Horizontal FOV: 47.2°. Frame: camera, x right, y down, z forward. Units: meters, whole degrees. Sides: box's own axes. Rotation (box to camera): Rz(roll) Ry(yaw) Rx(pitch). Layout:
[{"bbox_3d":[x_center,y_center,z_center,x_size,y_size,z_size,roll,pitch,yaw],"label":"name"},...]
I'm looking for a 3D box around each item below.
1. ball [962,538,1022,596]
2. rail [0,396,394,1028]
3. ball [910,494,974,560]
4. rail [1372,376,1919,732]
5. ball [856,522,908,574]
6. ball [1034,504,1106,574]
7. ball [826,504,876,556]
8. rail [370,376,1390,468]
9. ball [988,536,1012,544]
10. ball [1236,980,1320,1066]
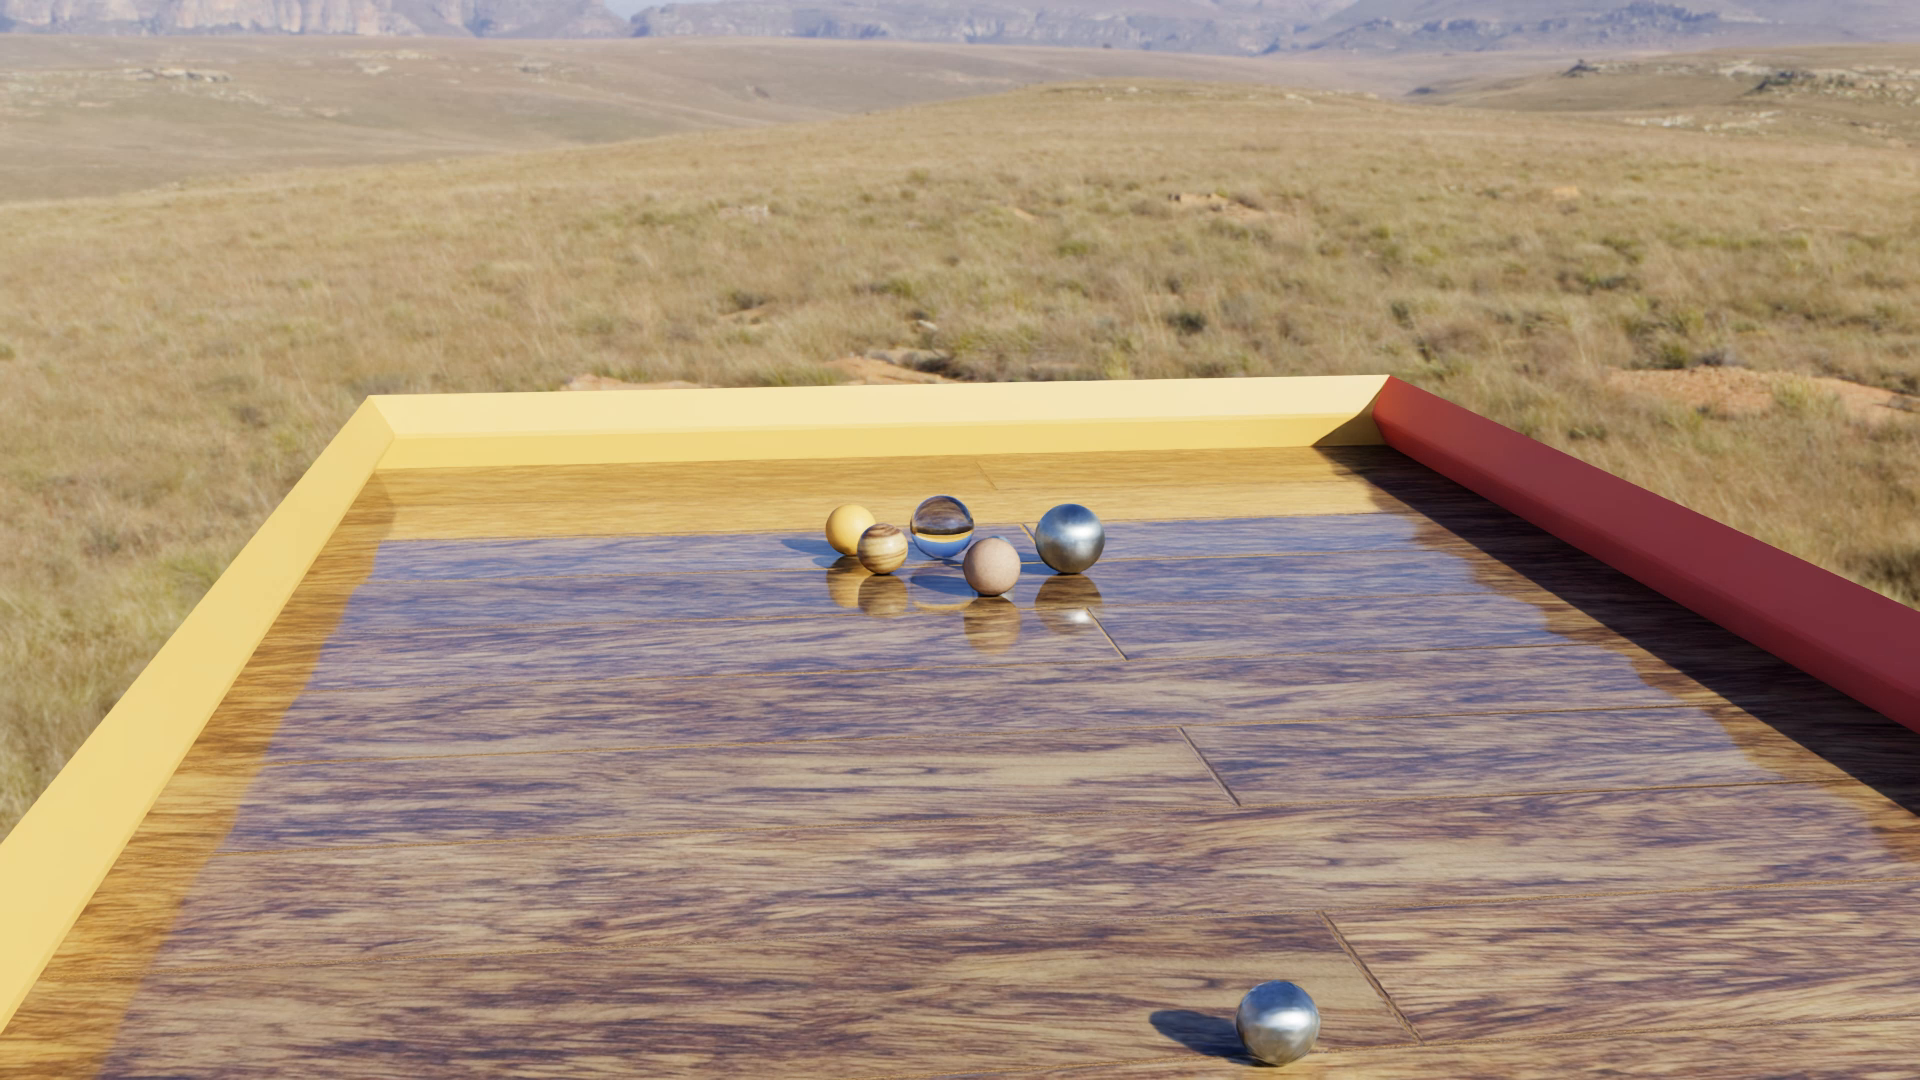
[{"bbox_3d":[0.041,0.034,2.806,0.074,0.074,0.074,0,13,0],"label":"ball"},{"bbox_3d":[-0.731,0.181,2.039,0.045,0.122,3.315,-2,13,-8],"label":"rail"},{"bbox_3d":[-0.025,-0.018,3.005,0.088,0.088,0.088,0,13,0],"label":"ball"},{"bbox_3d":[0.953,0.131,2.261,0.045,0.122,3.315,-2,13,-8],"label":"rail"},{"bbox_3d":[-0.103,0.011,2.920,0.068,0.068,0.068,0,13,0],"label":"ball"},{"bbox_3d":[0.146,-0.002,2.922,0.094,0.094,0.094,0,13,0],"label":"ball"},{"bbox_3d":[-0.150,-0.014,3.028,0.071,0.071,0.071,0,13,0],"label":"ball"},{"bbox_3d":[-0.108,-0.199,3.730,1.747,0.122,0.045,-2,13,-8],"label":"rail"},{"bbox_3d":[0.048,0.019,2.929,0.050,0.050,0.050,0,13,0],"label":"ball"},{"bbox_3d":[0.219,0.332,1.515,0.057,0.057,0.057,0,13,0],"label":"ball"}]
